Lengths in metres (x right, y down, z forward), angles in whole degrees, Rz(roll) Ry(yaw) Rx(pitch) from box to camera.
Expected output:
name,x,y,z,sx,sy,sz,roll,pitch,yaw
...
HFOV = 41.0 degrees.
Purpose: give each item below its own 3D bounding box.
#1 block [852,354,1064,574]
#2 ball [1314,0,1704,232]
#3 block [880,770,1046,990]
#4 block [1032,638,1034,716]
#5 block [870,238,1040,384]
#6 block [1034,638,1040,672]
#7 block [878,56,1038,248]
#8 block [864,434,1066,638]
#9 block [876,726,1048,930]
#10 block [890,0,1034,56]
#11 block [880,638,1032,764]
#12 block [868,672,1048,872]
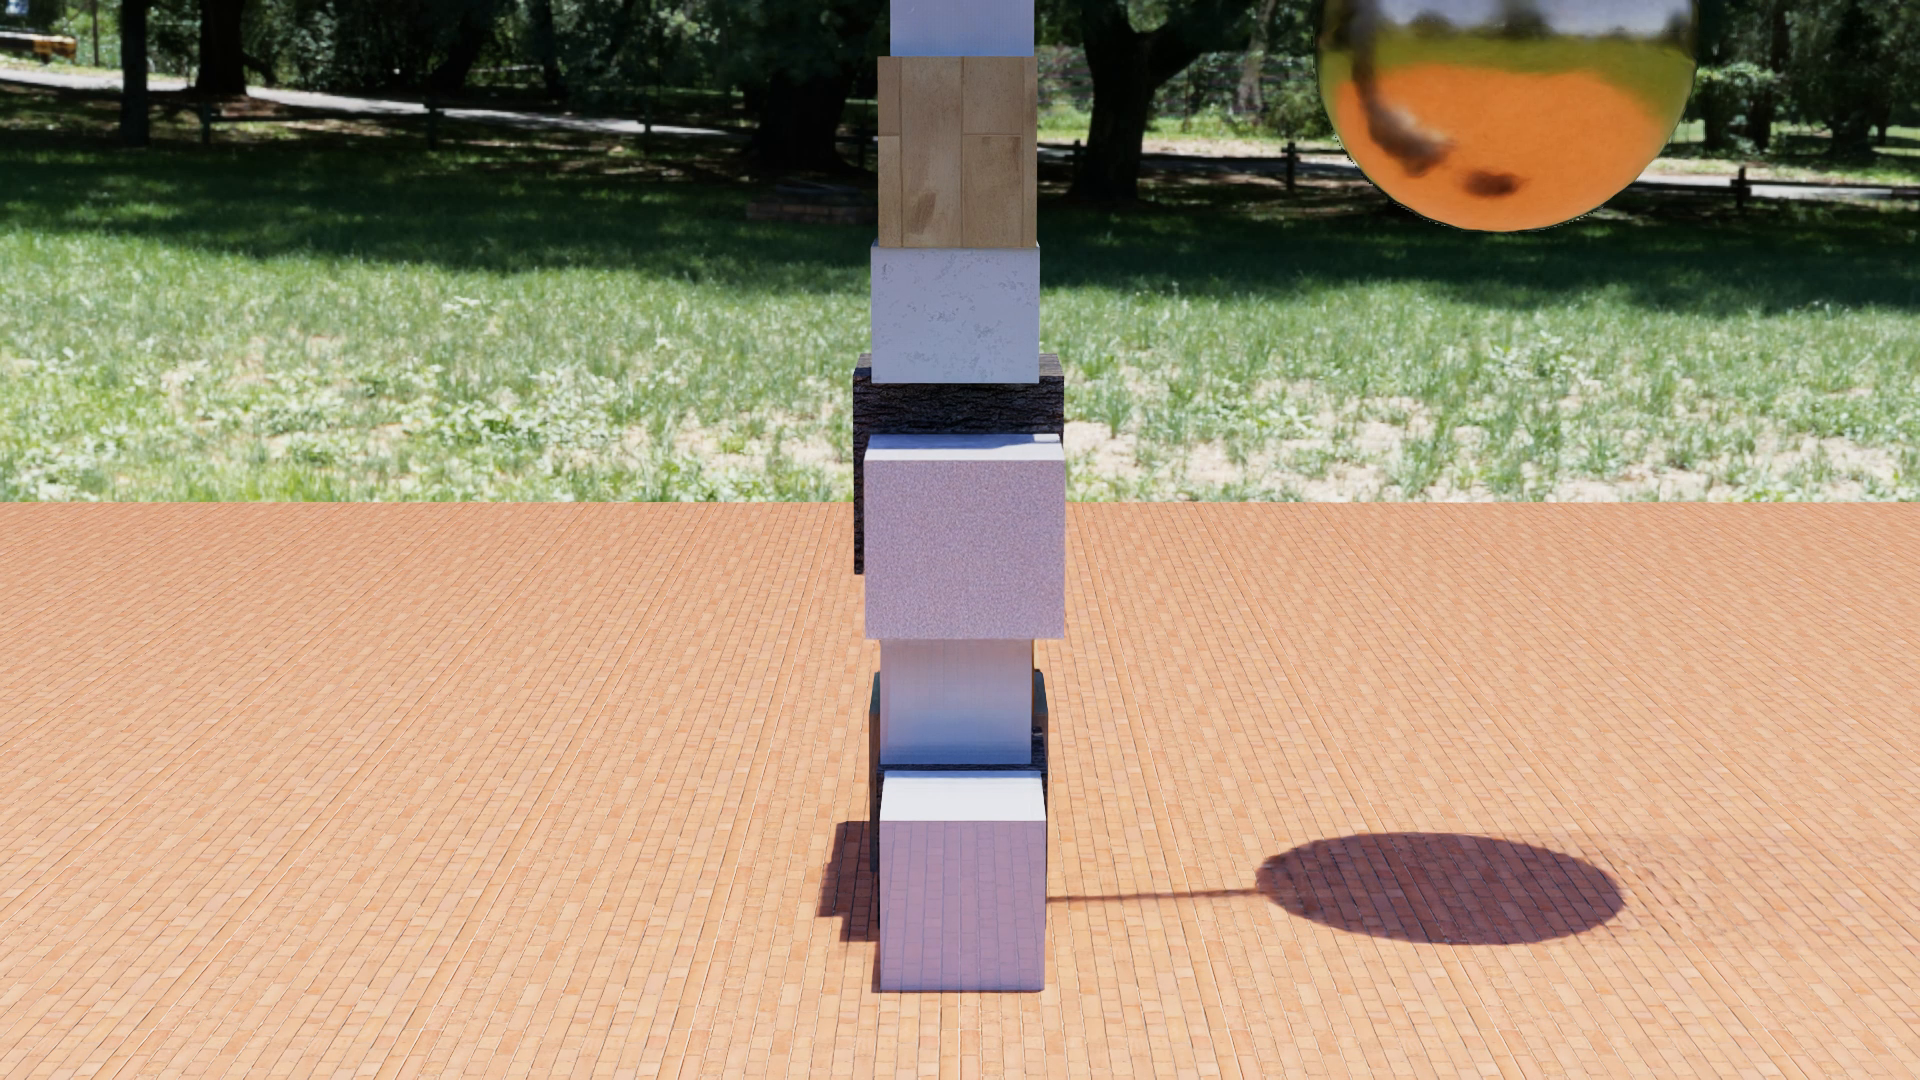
name,x,y,z,sx,sy,sz,roll,pitch,yaw
block,-0.007,-0.357,11.524,0.908,0.869,0.904,0,10,0
ball,2.295,-2.101,10.798,1.600,1.600,1.600,0,10,0
block,0.011,1.347,10.247,0.638,0.683,0.711,0,10,0
block,0.009,0.400,11.551,0.632,0.631,0.707,0,10,0
block,-0.020,-0.993,11.001,0.701,0.568,0.625,0,10,0
block,0.008,0.908,12.519,0.743,0.734,0.721,0,10,0
block,-0.010,-1.654,10.880,0.654,0.776,0.671,0,10,0
block,0.019,-0.027,10.713,0.807,0.729,0.793,0,10,0
block,0.008,1.220,10.986,0.703,0.668,0.767,0,10,0
block,0.009,-2.325,10.758,0.589,0.588,0.574,0,10,0
block,-0.018,0.600,10.922,0.627,0.575,0.574,0,10,0
block,-0.006,1.051,11.762,0.793,0.725,0.800,0,10,0
